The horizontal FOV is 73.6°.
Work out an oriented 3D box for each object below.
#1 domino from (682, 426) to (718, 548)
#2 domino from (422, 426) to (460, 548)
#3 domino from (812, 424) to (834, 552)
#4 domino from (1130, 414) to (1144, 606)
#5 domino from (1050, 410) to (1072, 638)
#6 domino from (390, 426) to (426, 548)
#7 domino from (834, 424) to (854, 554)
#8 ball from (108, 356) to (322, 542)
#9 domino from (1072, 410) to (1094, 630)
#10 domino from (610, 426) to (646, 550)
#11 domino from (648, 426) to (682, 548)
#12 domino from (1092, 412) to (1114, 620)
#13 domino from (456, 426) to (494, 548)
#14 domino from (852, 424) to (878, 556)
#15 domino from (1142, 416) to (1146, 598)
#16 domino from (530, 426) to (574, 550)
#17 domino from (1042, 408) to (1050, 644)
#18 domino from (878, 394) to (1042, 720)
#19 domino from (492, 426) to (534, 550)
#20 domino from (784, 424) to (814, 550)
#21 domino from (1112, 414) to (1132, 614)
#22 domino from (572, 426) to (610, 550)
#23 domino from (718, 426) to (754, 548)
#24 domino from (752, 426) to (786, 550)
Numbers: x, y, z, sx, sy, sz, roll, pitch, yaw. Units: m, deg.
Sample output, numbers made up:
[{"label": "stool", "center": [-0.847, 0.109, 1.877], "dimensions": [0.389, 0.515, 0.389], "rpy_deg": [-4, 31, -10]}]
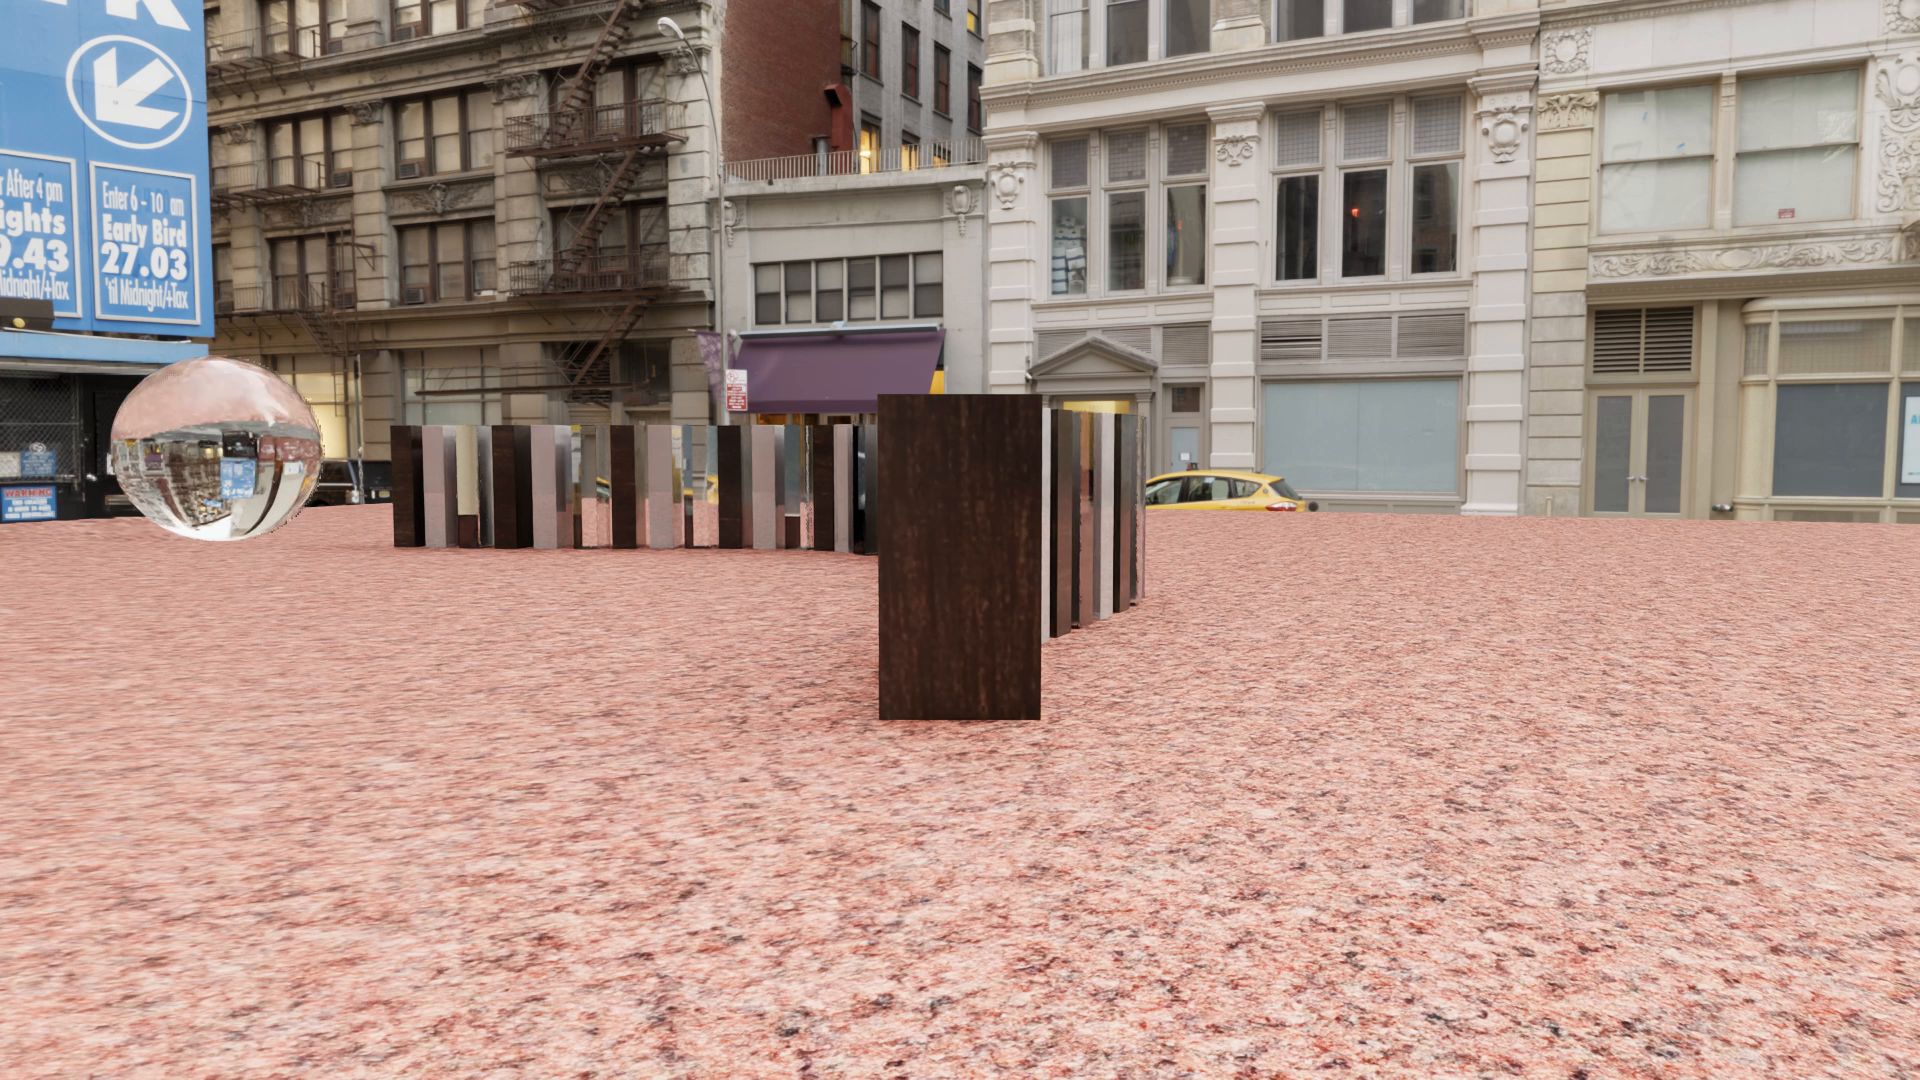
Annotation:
[{"label": "domino", "center": [-0.107, -0.022, 0.532], "dimensions": [0.009, 0.050, 0.025], "rpy_deg": [0, 4, 1]}, {"label": "domino", "center": [-0.212, -0.023, 0.536], "dimensions": [0.010, 0.050, 0.025], "rpy_deg": [1, 4, 13]}, {"label": "domino", "center": [-0.048, -0.021, 0.519], "dimensions": [0.009, 0.050, 0.025], "rpy_deg": [2, 5, 29]}, {"label": "domino", "center": [0.036, -0.008, 0.344], "dimensions": [0.025, 0.050, 0.010], "rpy_deg": [1, 5, 18]}, {"label": "domino", "center": [0.012, -0.004, 0.289], "dimensions": [0.025, 0.050, 0.010], "rpy_deg": [2, 5, 24]}, {"label": "domino", "center": [-0.227, -0.023, 0.539], "dimensions": [0.009, 0.050, 0.025], "rpy_deg": [1, 4, 11]}, {"label": "domino", "center": [-0.037, -0.021, 0.509], "dimensions": [0.025, 0.050, 0.009], "rpy_deg": [-3, 6, -39]}, {"label": "ball", "center": [-0.321, -0.039, 0.557], "dimensions": [0.080, 0.080, 0.080], "rpy_deg": [0, 4, 0]}, {"label": "domino", "center": [0.018, -0.005, 0.303], "dimensions": [0.025, 0.050, 0.009], "rpy_deg": [2, 5, 25]}, {"label": "domino", "center": [-0.137, -0.022, 0.530], "dimensions": [0.009, 0.050, 0.025], "rpy_deg": [0, 4, -5]}, {"label": "domino", "center": [-0.122, -0.022, 0.531], "dimensions": [0.009, 0.050, 0.025], "rpy_deg": [0, 4, -3]}, {"label": "domino", "center": [0.024, -0.006, 0.316], "dimensions": [0.025, 0.050, 0.009], "rpy_deg": [2, 5, 24]}, {"label": "domino", "center": [-0.197, -0.022, 0.533], "dimensions": [0.009, 0.050, 0.025], "rpy_deg": [1, 4, 11]}, {"label": "domino", "center": [-0.028, -0.020, 0.497], "dimensions": [0.025, 0.050, 0.010], "rpy_deg": [-3, 5, -34]}, {"label": "domino", "center": [0.039, -0.009, 0.359], "dimensions": [0.025, 0.050, 0.009], "rpy_deg": [0, 4, -1]}, {"label": "domino", "center": [-0.167, -0.022, 0.529], "dimensions": [0.010, 0.050, 0.025], "rpy_deg": [0, 4, 1]}, {"label": "domino", "center": [0.006, -0.003, 0.275], "dimensions": [0.025, 0.050, 0.010], "rpy_deg": [2, 5, 21]}, {"label": "domino", "center": [0.000, 0.002, 0.201], "dimensions": [0.025, 0.050, 0.009], "rpy_deg": [0, 4, 0]}, {"label": "domino", "center": [-0.182, -0.022, 0.530], "dimensions": [0.009, 0.050, 0.025], "rpy_deg": [1, 4, 8]}, {"label": "domino", "center": [-0.062, -0.022, 0.525], "dimensions": [0.009, 0.050, 0.025], "rpy_deg": [1, 4, 17]}, {"label": "domino", "center": [0.031, -0.007, 0.330], "dimensions": [0.025, 0.050, 0.009], "rpy_deg": [2, 5, 23]}, {"label": "domino", "center": [-0.152, -0.022, 0.529], "dimensions": [0.009, 0.050, 0.025], "rpy_deg": [0, 4, -4]}, {"label": "domino", "center": [-0.092, -0.022, 0.531], "dimensions": [0.009, 0.050, 0.025], "rpy_deg": [0, 4, 6]}, {"label": "domino", "center": [-0.077, -0.022, 0.529], "dimensions": [0.010, 0.050, 0.025], "rpy_deg": [1, 4, 10]}]
